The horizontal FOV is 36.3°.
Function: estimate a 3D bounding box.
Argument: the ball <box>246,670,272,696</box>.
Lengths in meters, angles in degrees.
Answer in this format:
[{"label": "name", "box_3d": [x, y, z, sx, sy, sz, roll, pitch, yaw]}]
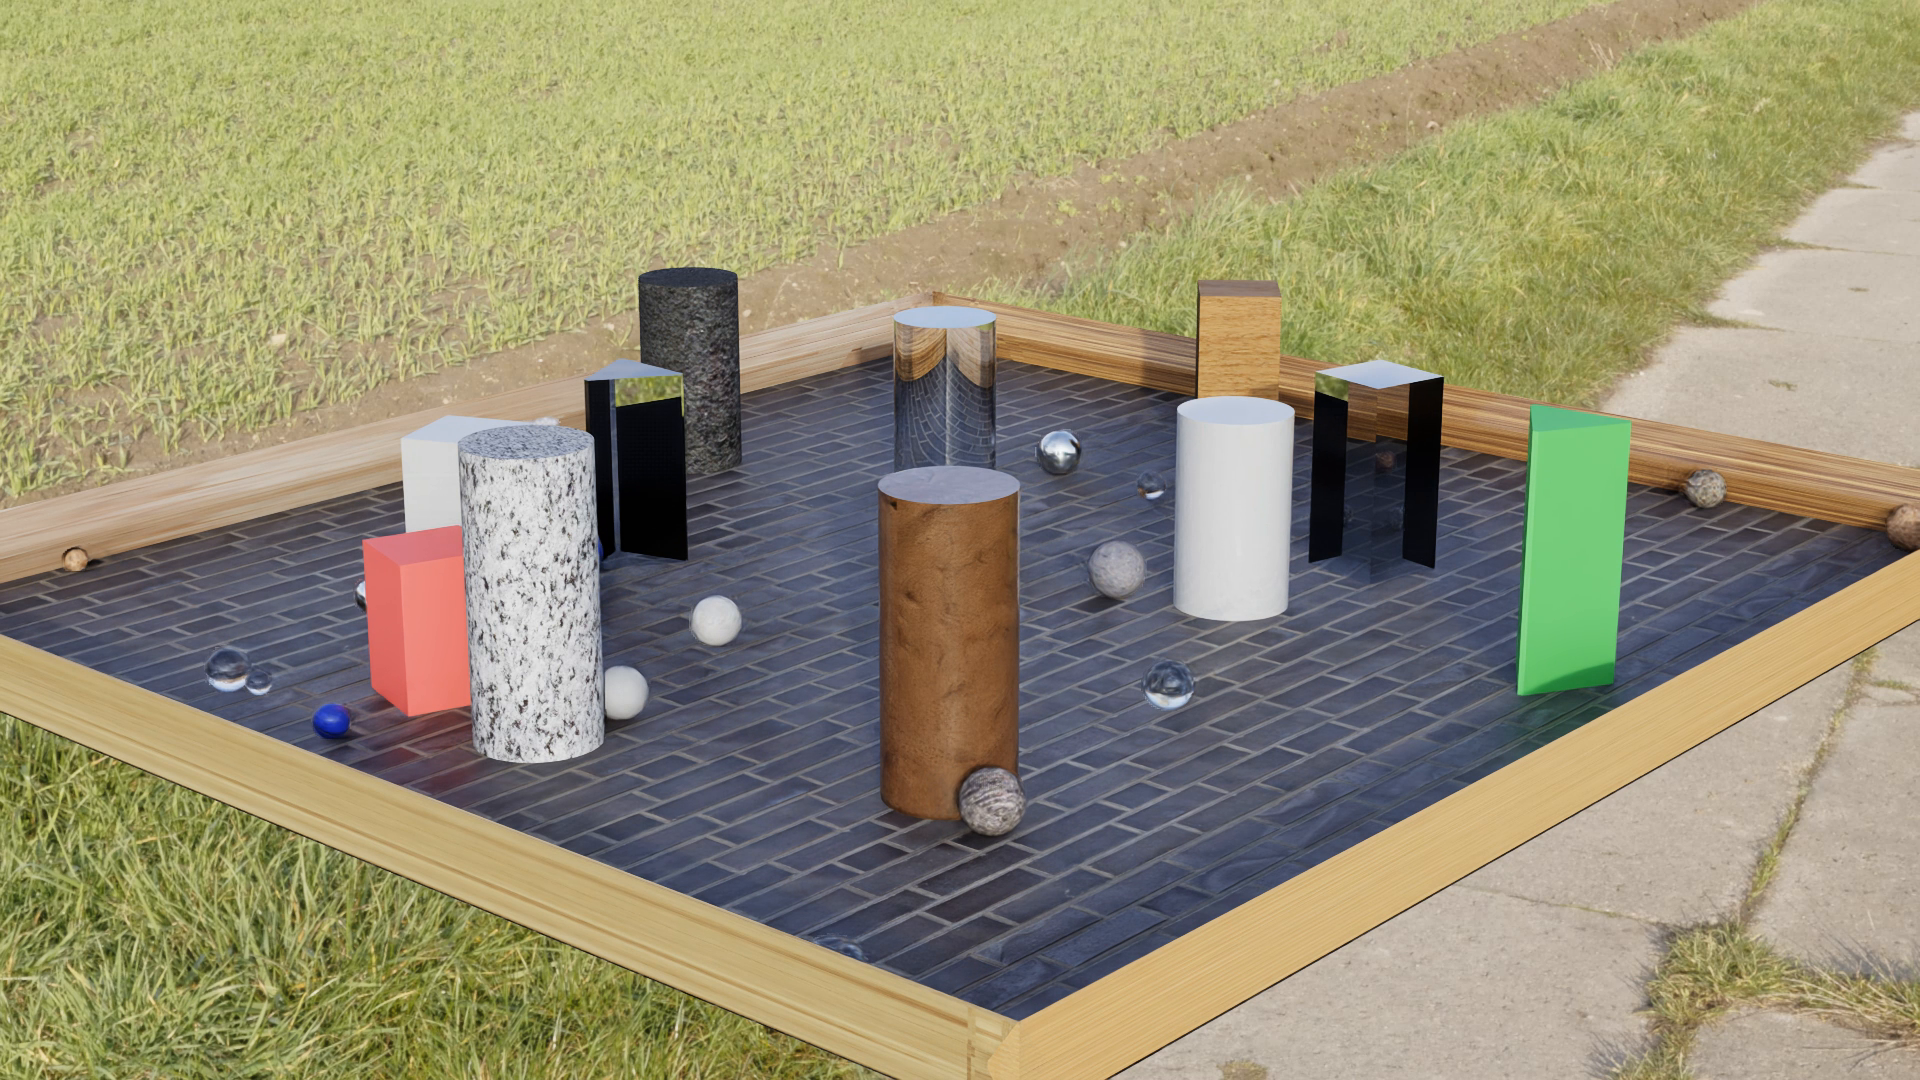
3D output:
[{"label": "ball", "box_3d": [-1.110, 0.226, 4.637, 0.040, 0.040, 0.040, 0, 17, 0]}]

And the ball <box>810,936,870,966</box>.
[{"label": "ball", "box_3d": [-0.155, 0.526, 3.552, 0.092, 0.092, 0.092, 0, 17, 0]}]

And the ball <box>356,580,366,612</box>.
[{"label": "ball", "box_3d": [-1.009, 0.095, 5.036, 0.060, 0.060, 0.060, 0, 17, 0]}]

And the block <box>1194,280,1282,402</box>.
[{"label": "block", "box_3d": [0.557, -0.326, 5.903, 0.160, 0.367, 0.160, 1, 17, 2]}]

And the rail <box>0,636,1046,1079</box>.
[{"label": "rail", "box_3d": [-0.923, 0.339, 4.102, 2.660, 0.130, 0.045, 14, 22, 39]}]

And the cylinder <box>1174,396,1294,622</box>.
[{"label": "cylinder", "box_3d": [0.470, -0.056, 5.043, 0.200, 0.345, 0.200, 0, 17, 0]}]

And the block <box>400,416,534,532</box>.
[{"label": "block", "box_3d": [-0.807, -0.008, 4.859, 0.160, 0.359, 0.160, 5, 18, 18]}]

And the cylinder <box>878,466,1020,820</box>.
[{"label": "cylinder", "box_3d": [-0.015, 0.145, 4.169, 0.200, 0.465, 0.200, 0, 17, 0]}]

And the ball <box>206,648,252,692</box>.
[{"label": "ball", "box_3d": [-1.160, 0.206, 4.650, 0.071, 0.071, 0.071, 0, 17, 0]}]

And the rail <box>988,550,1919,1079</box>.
[{"label": "rail", "box_3d": [0.986, 0.279, 4.300, 0.045, 0.130, 2.863, 14, 22, 39]}]

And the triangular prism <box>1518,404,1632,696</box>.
[{"label": "triangular prism", "box_3d": [0.941, 0.010, 4.674, 0.173, 0.431, 0.150, -6, 18, -20]}]

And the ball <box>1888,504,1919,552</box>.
[{"label": "ball", "box_3d": [1.747, -0.022, 5.382, 0.086, 0.086, 0.086, 0, 17, 0]}]

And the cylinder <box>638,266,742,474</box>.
[{"label": "cylinder", "box_3d": [-0.546, -0.345, 5.939, 0.200, 0.382, 0.200, 0, 17, 0]}]

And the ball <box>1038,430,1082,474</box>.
[{"label": "ball", "box_3d": [0.201, -0.177, 5.892, 0.087, 0.087, 0.087, 0, 17, 0]}]

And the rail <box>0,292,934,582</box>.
[{"label": "rail", "box_3d": [-0.986, -0.214, 5.940, 0.045, 0.130, 2.863, 14, 22, 39]}]

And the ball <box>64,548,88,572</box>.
[{"label": "ball", "box_3d": [-1.587, 0.037, 5.264, 0.041, 0.041, 0.041, 0, 17, 0]}]

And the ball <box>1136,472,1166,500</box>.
[{"label": "ball", "box_3d": [0.372, -0.106, 5.713, 0.055, 0.055, 0.055, 0, 17, 0]}]

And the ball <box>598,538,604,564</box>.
[{"label": "ball", "box_3d": [-0.684, 0.022, 5.215, 0.098, 0.098, 0.098, 0, 17, 0]}]

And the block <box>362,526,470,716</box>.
[{"label": "block", "box_3d": [-0.829, 0.125, 4.616, 0.160, 0.245, 0.160, -10, 19, -30]}]

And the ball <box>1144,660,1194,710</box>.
[{"label": "ball", "box_3d": [0.326, 0.225, 4.573, 0.079, 0.079, 0.079, 0, 17, 0]}]

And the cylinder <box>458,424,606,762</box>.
[{"label": "cylinder", "box_3d": [-0.639, 0.079, 4.385, 0.200, 0.467, 0.200, 0, 17, 0]}]

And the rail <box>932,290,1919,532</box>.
[{"label": "rail", "box_3d": [0.923, -0.274, 6.137, 2.660, 0.130, 0.045, 14, 22, 39]}]

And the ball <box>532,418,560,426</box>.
[{"label": "ball", "box_3d": [-0.849, -0.207, 5.991, 0.088, 0.088, 0.088, 0, 17, 0]}]

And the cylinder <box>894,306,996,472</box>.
[{"label": "cylinder", "box_3d": [-0.029, -0.260, 5.705, 0.200, 0.355, 0.200, 0, 17, 0]}]

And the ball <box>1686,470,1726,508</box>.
[{"label": "ball", "box_3d": [1.437, -0.098, 5.652, 0.075, 0.075, 0.075, 0, 17, 0]}]

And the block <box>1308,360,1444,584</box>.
[{"label": "block", "box_3d": [0.743, -0.123, 5.248, 0.160, 0.357, 0.160, -12, 20, -34]}]

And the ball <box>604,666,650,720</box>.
[{"label": "ball", "box_3d": [-0.522, 0.236, 4.527, 0.084, 0.084, 0.084, 0, 17, 0]}]

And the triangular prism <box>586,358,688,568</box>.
[{"label": "triangular prism", "box_3d": [-0.598, -0.143, 5.324, 0.173, 0.349, 0.150, -4, 17, -15]}]

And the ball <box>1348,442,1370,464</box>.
[{"label": "ball", "box_3d": [0.814, -0.178, 5.972, 0.044, 0.044, 0.044, 0, 17, 0]}]

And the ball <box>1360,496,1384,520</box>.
[{"label": "ball", "box_3d": [0.783, -0.060, 5.577, 0.045, 0.045, 0.045, 0, 17, 0]}]

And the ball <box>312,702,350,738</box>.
[{"label": "ball", "box_3d": [-0.954, 0.274, 4.450, 0.055, 0.055, 0.055, 0, 17, 0]}]

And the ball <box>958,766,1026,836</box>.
[{"label": "ball", "box_3d": [0.044, 0.364, 4.080, 0.096, 0.096, 0.096, 0, 17, 0]}]

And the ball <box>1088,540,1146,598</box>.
[{"label": "ball", "box_3d": [0.273, 0.051, 5.115, 0.100, 0.100, 0.100, 0, 17, 0]}]

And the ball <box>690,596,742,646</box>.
[{"label": "ball", "box_3d": [-0.404, 0.134, 4.865, 0.084, 0.084, 0.084, 0, 17, 0]}]
